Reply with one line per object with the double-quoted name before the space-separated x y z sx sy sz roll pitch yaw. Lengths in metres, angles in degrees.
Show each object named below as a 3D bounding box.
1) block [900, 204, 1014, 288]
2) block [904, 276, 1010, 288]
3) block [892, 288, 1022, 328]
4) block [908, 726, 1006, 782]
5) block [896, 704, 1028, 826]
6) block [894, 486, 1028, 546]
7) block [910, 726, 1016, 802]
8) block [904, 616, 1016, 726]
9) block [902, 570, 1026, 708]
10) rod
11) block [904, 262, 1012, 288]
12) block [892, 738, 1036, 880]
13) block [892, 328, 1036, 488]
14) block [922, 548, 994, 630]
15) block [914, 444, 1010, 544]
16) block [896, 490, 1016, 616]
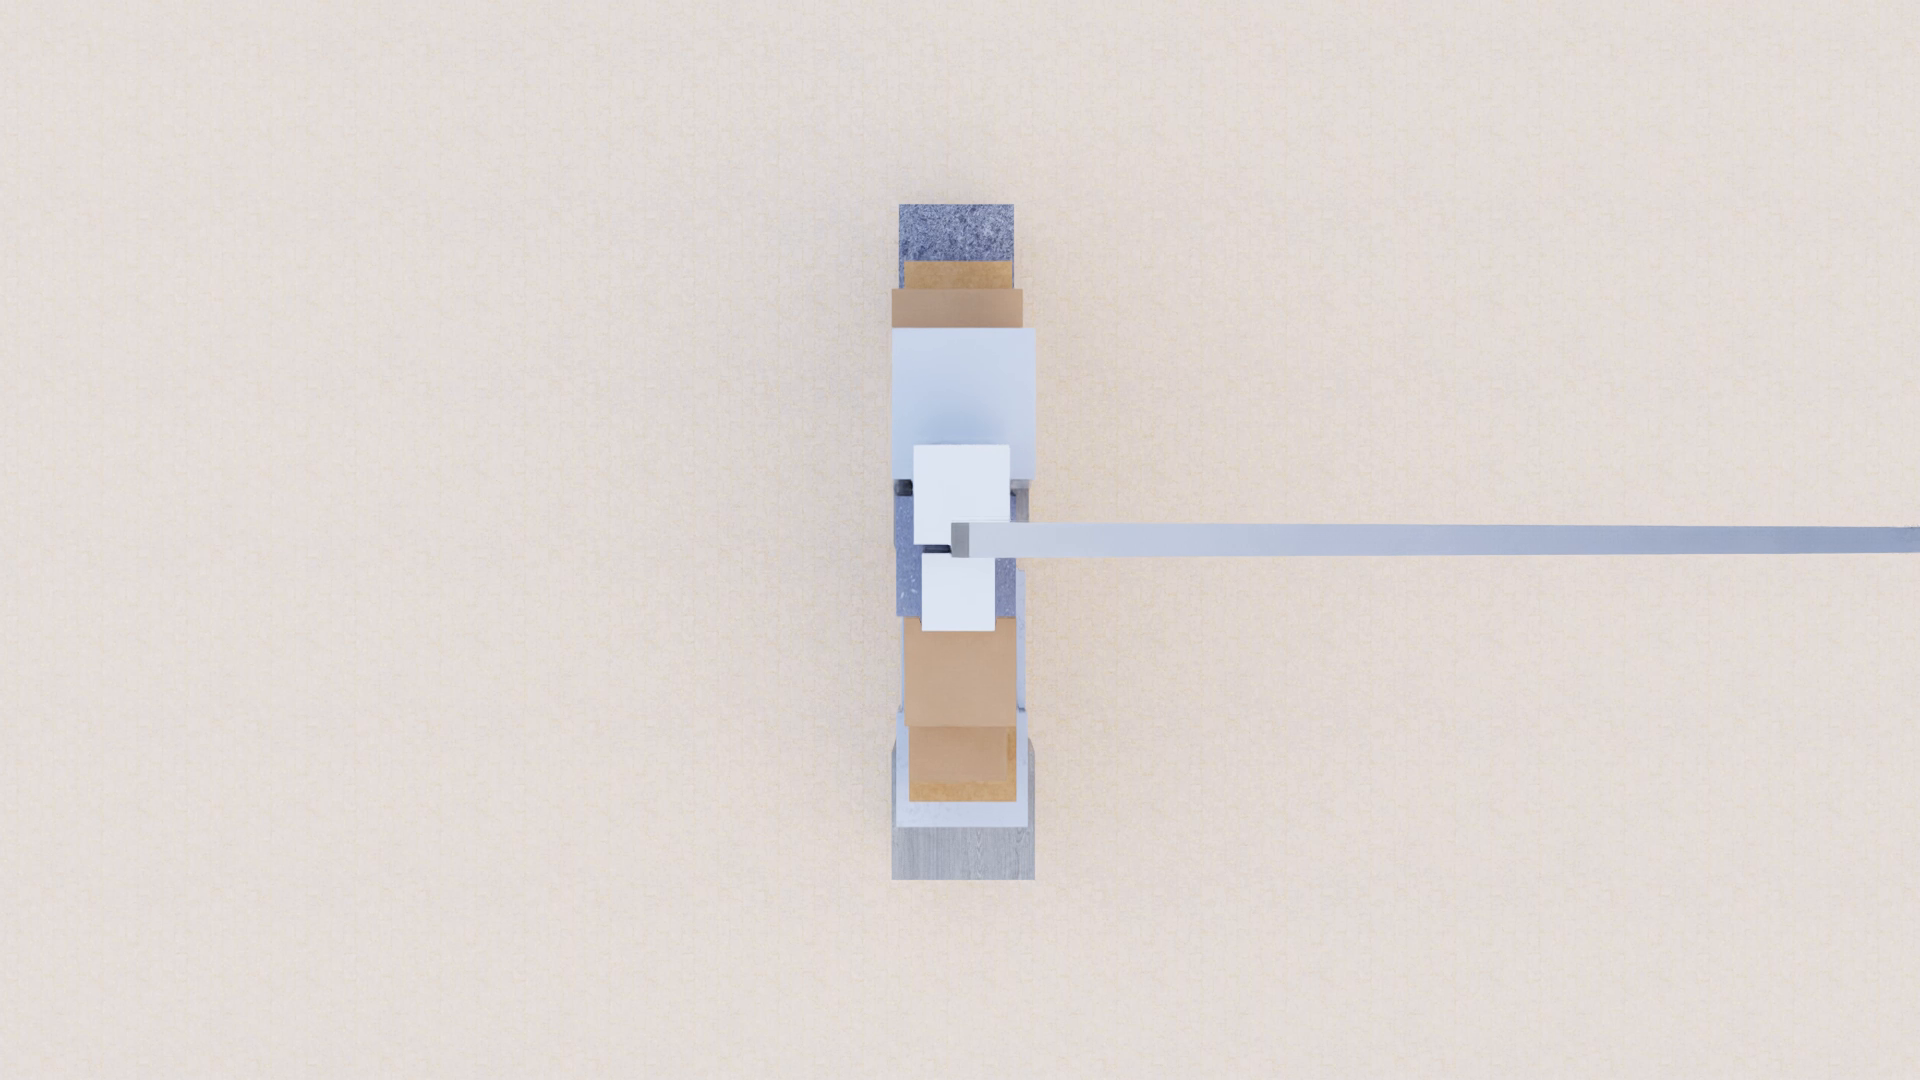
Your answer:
"block" -0.019 -1.563 12.664 0.646 0.672 0.639 0 90 0
"block" -0.015 -1.039 11.483 0.534 0.534 0.594 0 88 0
"block" -0.013 -0.932 10.943 0.638 0.538 0.556 0 88 0
"block" -0.011 0.896 10.747 0.469 0.474 0.521 0 89 0
"block" 0.011 1.206 11.843 0.687 0.672 0.597 0 89 0
"block" 0.006 -0.308 10.918 0.652 0.658 0.690 0 87 0
"block" 0.014 1.076 11.245 0.538 0.526 0.469 0 89 0
"block" 0.002 0.604 10.280 0.513 0.469 0.500 0 89 0
"block" 0.018 0.535 12.087 0.665 0.595 0.735 0 90 0
"rod" 2.212 0.000 6.327 5.200 0.080 0.080 0 90 -32
"block" -0.010 -1.202 12.082 0.580 0.493 0.606 0 91 0
"block" 0.018 1.529 12.589 0.795 0.821 0.707 0 90 0
"block" 0.017 -0.608 10.311 0.653 0.584 0.691 0 87 0
"block" -0.007 0.219 9.862 0.320 0.328 0.342 0 94 0
"block" 0.008 -0.207 9.807 0.420 0.383 0.433 0 93 0
"block" -0.018 0.056 10.295 0.546 0.558 0.553 0 94 0
